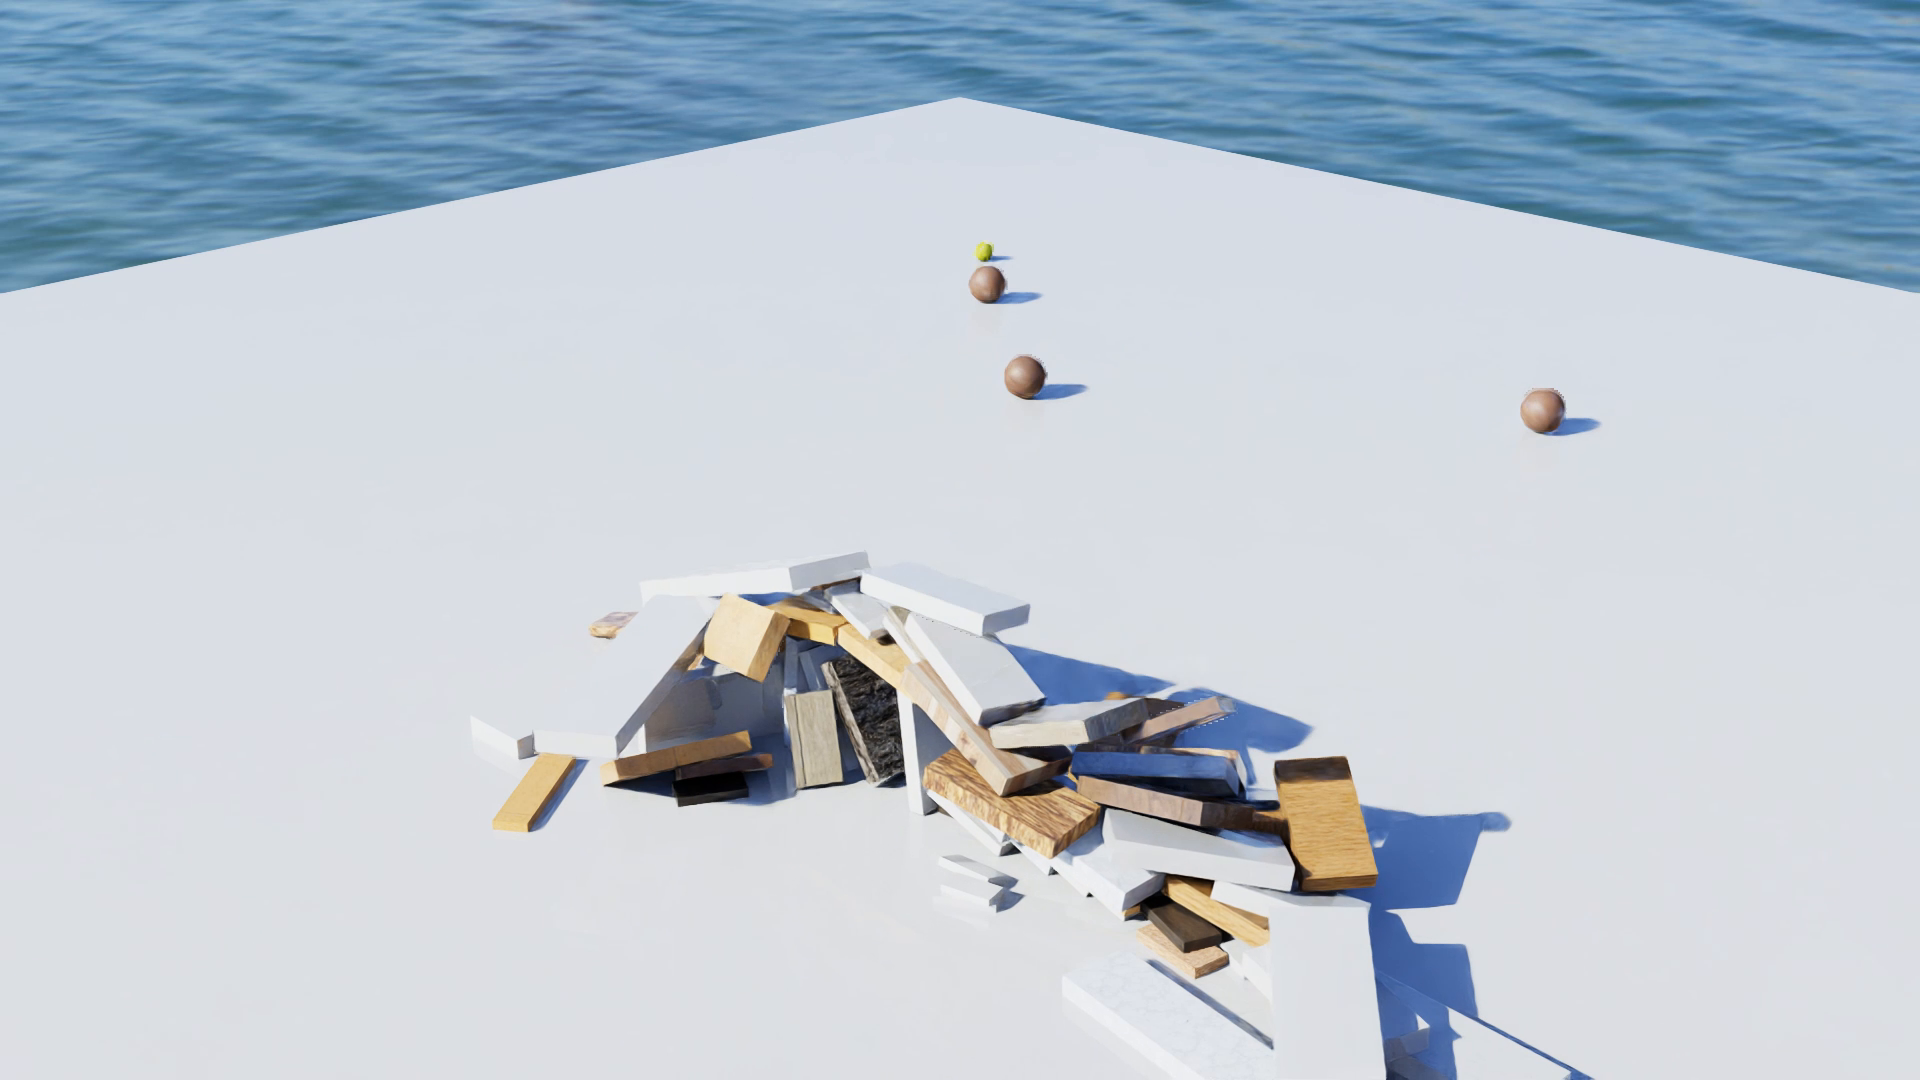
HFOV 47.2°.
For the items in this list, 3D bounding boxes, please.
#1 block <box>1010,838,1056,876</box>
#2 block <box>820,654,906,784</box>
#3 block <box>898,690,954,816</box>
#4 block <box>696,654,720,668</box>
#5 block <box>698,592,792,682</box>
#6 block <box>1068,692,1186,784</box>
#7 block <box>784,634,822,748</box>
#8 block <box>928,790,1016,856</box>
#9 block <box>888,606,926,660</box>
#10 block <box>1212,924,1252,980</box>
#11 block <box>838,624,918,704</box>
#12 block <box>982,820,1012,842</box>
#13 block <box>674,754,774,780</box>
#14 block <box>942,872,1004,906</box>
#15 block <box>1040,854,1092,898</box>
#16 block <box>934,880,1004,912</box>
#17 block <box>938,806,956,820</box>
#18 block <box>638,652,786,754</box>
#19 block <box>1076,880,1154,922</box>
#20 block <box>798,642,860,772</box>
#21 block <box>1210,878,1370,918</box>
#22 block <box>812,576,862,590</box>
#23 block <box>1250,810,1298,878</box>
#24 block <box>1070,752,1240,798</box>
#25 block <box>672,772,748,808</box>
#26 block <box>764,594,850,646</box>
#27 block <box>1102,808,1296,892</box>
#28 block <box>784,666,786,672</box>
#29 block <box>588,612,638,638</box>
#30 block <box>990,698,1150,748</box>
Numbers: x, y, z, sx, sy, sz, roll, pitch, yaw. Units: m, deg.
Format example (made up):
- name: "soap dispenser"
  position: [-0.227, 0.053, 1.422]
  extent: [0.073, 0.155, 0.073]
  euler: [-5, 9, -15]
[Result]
- name: "block"
  position: [0.144, 0.568, 4.313]
  extent: [0.102, 0.029, 0.203]
  euler: [-19, 46, -38]
- name: "block"
  position: [-0.181, 0.363, 4.590]
  extent: [0.134, 0.267, 0.038]
  euler: [-18, -7, -43]
- name: "block"
  position: [-0.055, 0.407, 4.456]
  extent: [0.038, 0.267, 0.134]
  euler: [12, 25, 41]
- name: "block"
  position: [-0.545, 0.278, 5.015]
  extent: [0.086, 0.024, 0.172]
  euler: [35, 22, -8]
- name: "block"
  position: [-0.456, 0.201, 4.624]
  extent: [0.041, 0.144, 0.287]
  euler: [27, -6, -27]
- name: "block"
  position: [0.357, 0.430, 4.686]
  extent: [0.170, 0.048, 0.339]
  euler: [8, 24, 17]
- name: "block"
  position: [-0.311, 0.307, 4.693]
  extent: [0.133, 0.266, 0.038]
  euler: [-21, 34, -40]
- name: "block"
  position: [0.043, 0.537, 4.372]
  extent: [0.102, 0.029, 0.203]
  euler: [-24, 51, -41]
- name: "block"
  position: [-0.072, 0.186, 4.385]
  extent: [0.076, 0.022, 0.152]
  euler: [-15, 52, -35]
- name: "block"
  position: [0.513, 0.740, 3.988]
  extent: [0.079, 0.022, 0.158]
  euler: [-9, 24, -20]
- name: "block"
  position: [-0.110, 0.237, 4.428]
  extent: [0.134, 0.038, 0.267]
  euler: [-18, 39, -38]
- name: "block"
  position: [0.065, 0.505, 4.324]
  extent: [0.102, 0.029, 0.203]
  euler: [-15, 44, -34]
- name: "block"
  position: [-0.489, 0.471, 4.556]
  extent: [0.191, 0.027, 0.095]
  euler: [-7, -7, -15]
- name: "block"
  position: [0.023, 0.658, 4.146]
  extent: [0.105, 0.015, 0.053]
  euler: [14, 27, 29]
- name: "block"
  position: [0.219, 0.616, 4.225]
  extent: [0.080, 0.023, 0.159]
  euler: [-19, 46, -37]
- name: "block"
  position: [0.017, 0.672, 4.154]
  extent: [0.122, 0.017, 0.061]
  euler: [6, 24, 14]
- name: "block"
  position: [0.007, 0.550, 4.447]
  extent: [0.096, 0.014, 0.048]
  euler: [18, 29, 36]
- name: "block"
  position: [-0.521, 0.354, 4.709]
  extent: [0.337, 0.168, 0.048]
  euler: [-10, 27, -23]
- name: "block"
  position: [0.284, 0.650, 4.152]
  extent: [0.080, 0.023, 0.159]
  euler: [-19, 43, -38]
- name: "block"
  position: [-0.238, 0.341, 4.629]
  extent: [0.133, 0.266, 0.038]
  euler: [-21, 4, -40]
- name: "block"
  position: [0.608, 0.662, 4.031]
  extent: [0.277, 0.039, 0.139]
  euler: [17, 14, 12]
- name: "block"
  position: [-0.252, 0.087, 4.633]
  extent: [0.067, 0.019, 0.134]
  euler: [-13, 3, -36]
- name: "block"
  position: [0.595, 0.589, 4.190]
  extent: [0.287, 0.144, 0.041]
  euler: [0, 23, -1]
- name: "block"
  position: [0.383, 0.460, 4.310]
  extent: [0.304, 0.043, 0.152]
  euler: [0, -20, 17]
- name: "block"
  position: [-0.514, 0.513, 4.525]
  extent: [0.147, 0.021, 0.073]
  euler: [-7, 24, -15]
- name: "block"
  position: [-0.296, 0.164, 4.624]
  extent: [0.133, 0.038, 0.266]
  euler: [-20, 19, -38]
- name: "block"
  position: [0.437, 0.570, 4.057]
  extent: [0.333, 0.047, 0.166]
  euler: [9, 12, -4]
- name: "block"
  position: [-0.339, 0.341, 4.737]
  extent: [0.086, 0.172, 0.024]
  euler: [-21, 33, -40]
- name: "block"
  position: [-0.777, 0.201, 5.205]
  extent: [0.187, 0.027, 0.094]
  euler: [1, 21, 33]
- name: "block"
  position: [0.199, 0.339, 4.063]
  extent: [0.147, 0.042, 0.293]
  euler: [-16, 3, -35]
